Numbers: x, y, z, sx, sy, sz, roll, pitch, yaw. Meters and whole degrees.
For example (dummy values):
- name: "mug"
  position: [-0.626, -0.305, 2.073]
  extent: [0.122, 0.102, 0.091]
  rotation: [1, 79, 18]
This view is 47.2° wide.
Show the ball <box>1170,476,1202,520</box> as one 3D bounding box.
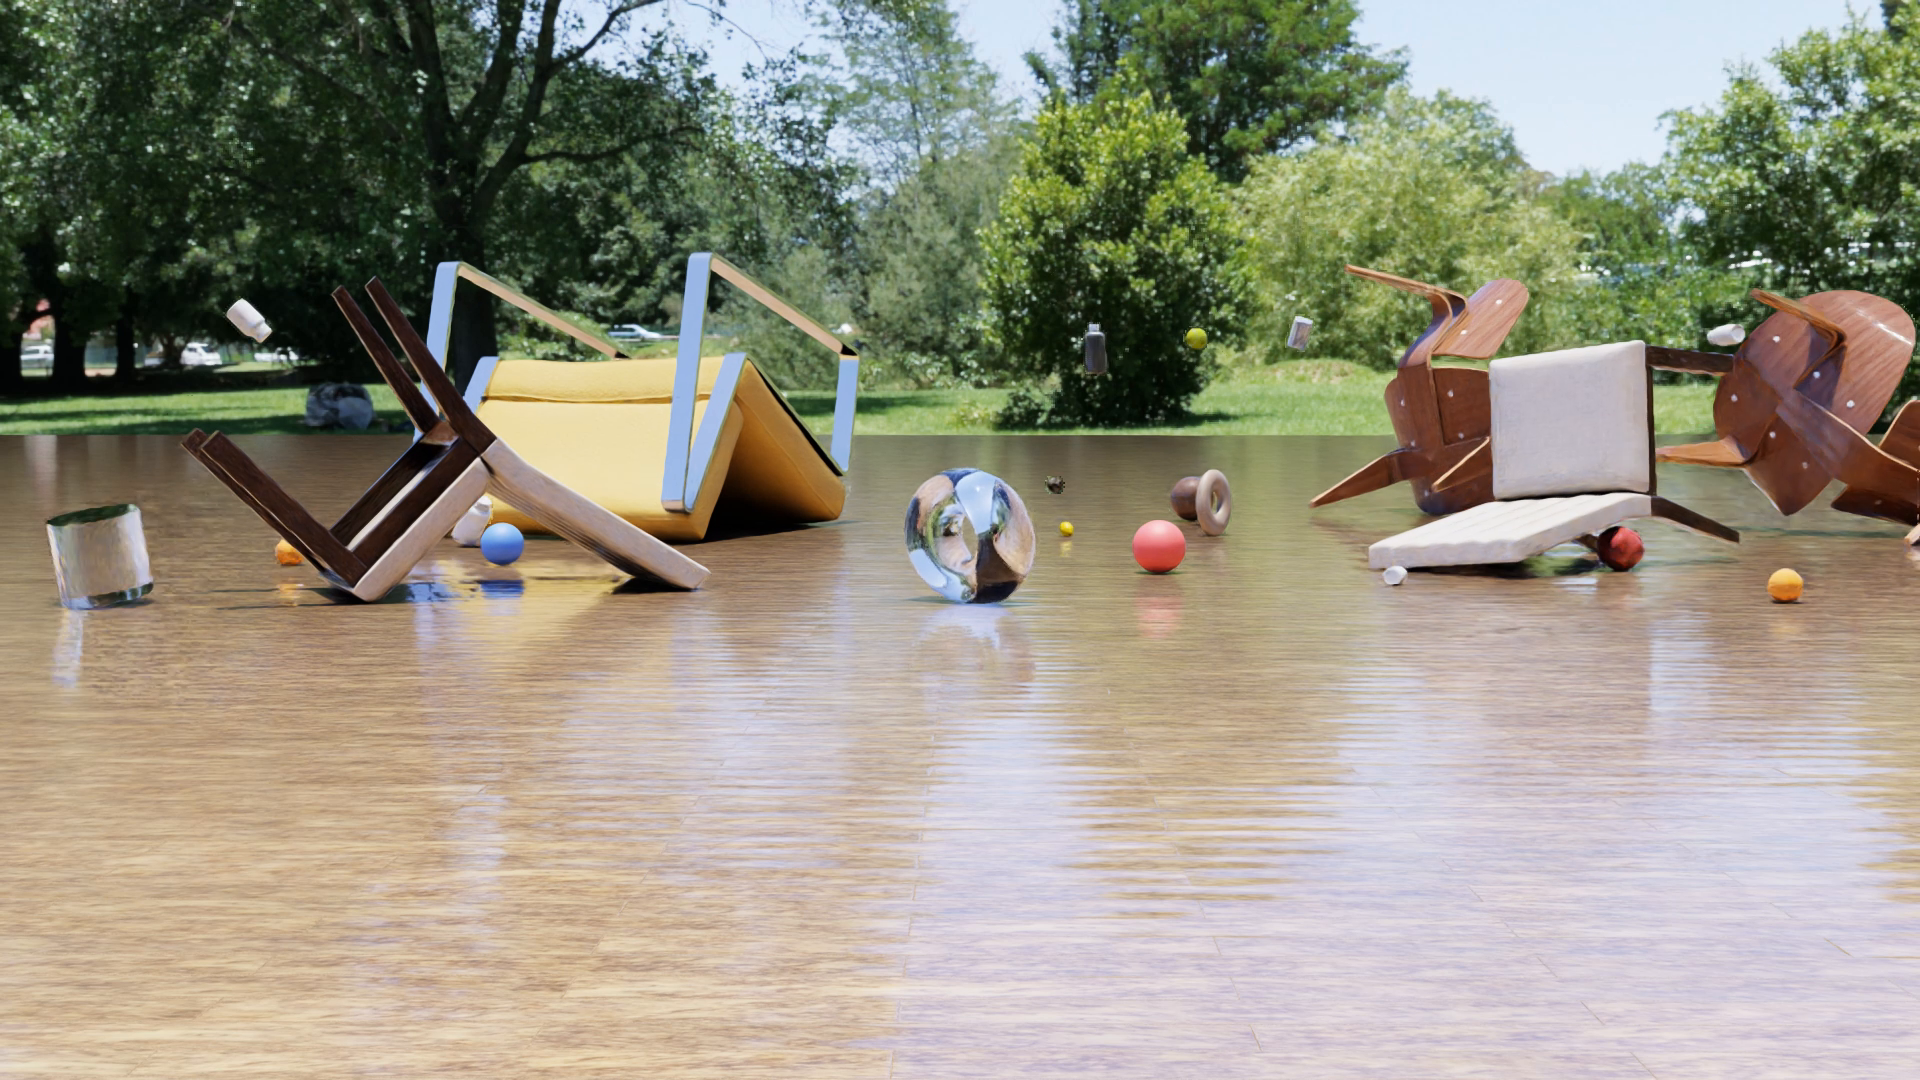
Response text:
- name: "ball"
  position: [0.790, -0.141, 7.488]
  extent: [0.152, 0.152, 0.152]
  rotation: [0, 4, 0]

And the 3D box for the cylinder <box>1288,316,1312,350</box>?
- name: "cylinder"
  position: [1.099, -0.669, 7.108]
  extent: [0.059, 0.088, 0.101]
  rotation: [20, 19, 17]

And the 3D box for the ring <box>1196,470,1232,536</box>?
- name: "ring"
  position: [0.778, -0.113, 6.735]
  extent: [0.040, 0.212, 0.159]
  rotation: [-9, -21, 43]

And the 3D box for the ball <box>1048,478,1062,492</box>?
- name: "ball"
  position: [0.363, -0.212, 8.425]
  extent: [0.057, 0.057, 0.057]
  rotation: [0, 4, 0]

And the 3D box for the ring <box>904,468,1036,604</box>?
- name: "ring"
  position: [0.020, -0.008, 4.629]
  extent: [0.314, 0.280, 0.145]
  rotation: [37, 28, 32]

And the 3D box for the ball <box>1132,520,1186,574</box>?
- name: "ball"
  position: [0.486, 0.016, 5.366]
  extent: [0.130, 0.130, 0.130]
  rotation: [0, 4, 0]

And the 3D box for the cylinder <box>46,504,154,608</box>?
- name: "cylinder"
  position: [-1.798, 0.032, 4.603]
  extent: [0.185, 0.173, 0.286]
  rotation: [-10, 10, -18]

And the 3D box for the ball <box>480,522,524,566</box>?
- name: "ball"
  position: [-1.165, 0.010, 5.599]
  extent: [0.109, 0.109, 0.109]
  rotation: [0, 4, 0]
